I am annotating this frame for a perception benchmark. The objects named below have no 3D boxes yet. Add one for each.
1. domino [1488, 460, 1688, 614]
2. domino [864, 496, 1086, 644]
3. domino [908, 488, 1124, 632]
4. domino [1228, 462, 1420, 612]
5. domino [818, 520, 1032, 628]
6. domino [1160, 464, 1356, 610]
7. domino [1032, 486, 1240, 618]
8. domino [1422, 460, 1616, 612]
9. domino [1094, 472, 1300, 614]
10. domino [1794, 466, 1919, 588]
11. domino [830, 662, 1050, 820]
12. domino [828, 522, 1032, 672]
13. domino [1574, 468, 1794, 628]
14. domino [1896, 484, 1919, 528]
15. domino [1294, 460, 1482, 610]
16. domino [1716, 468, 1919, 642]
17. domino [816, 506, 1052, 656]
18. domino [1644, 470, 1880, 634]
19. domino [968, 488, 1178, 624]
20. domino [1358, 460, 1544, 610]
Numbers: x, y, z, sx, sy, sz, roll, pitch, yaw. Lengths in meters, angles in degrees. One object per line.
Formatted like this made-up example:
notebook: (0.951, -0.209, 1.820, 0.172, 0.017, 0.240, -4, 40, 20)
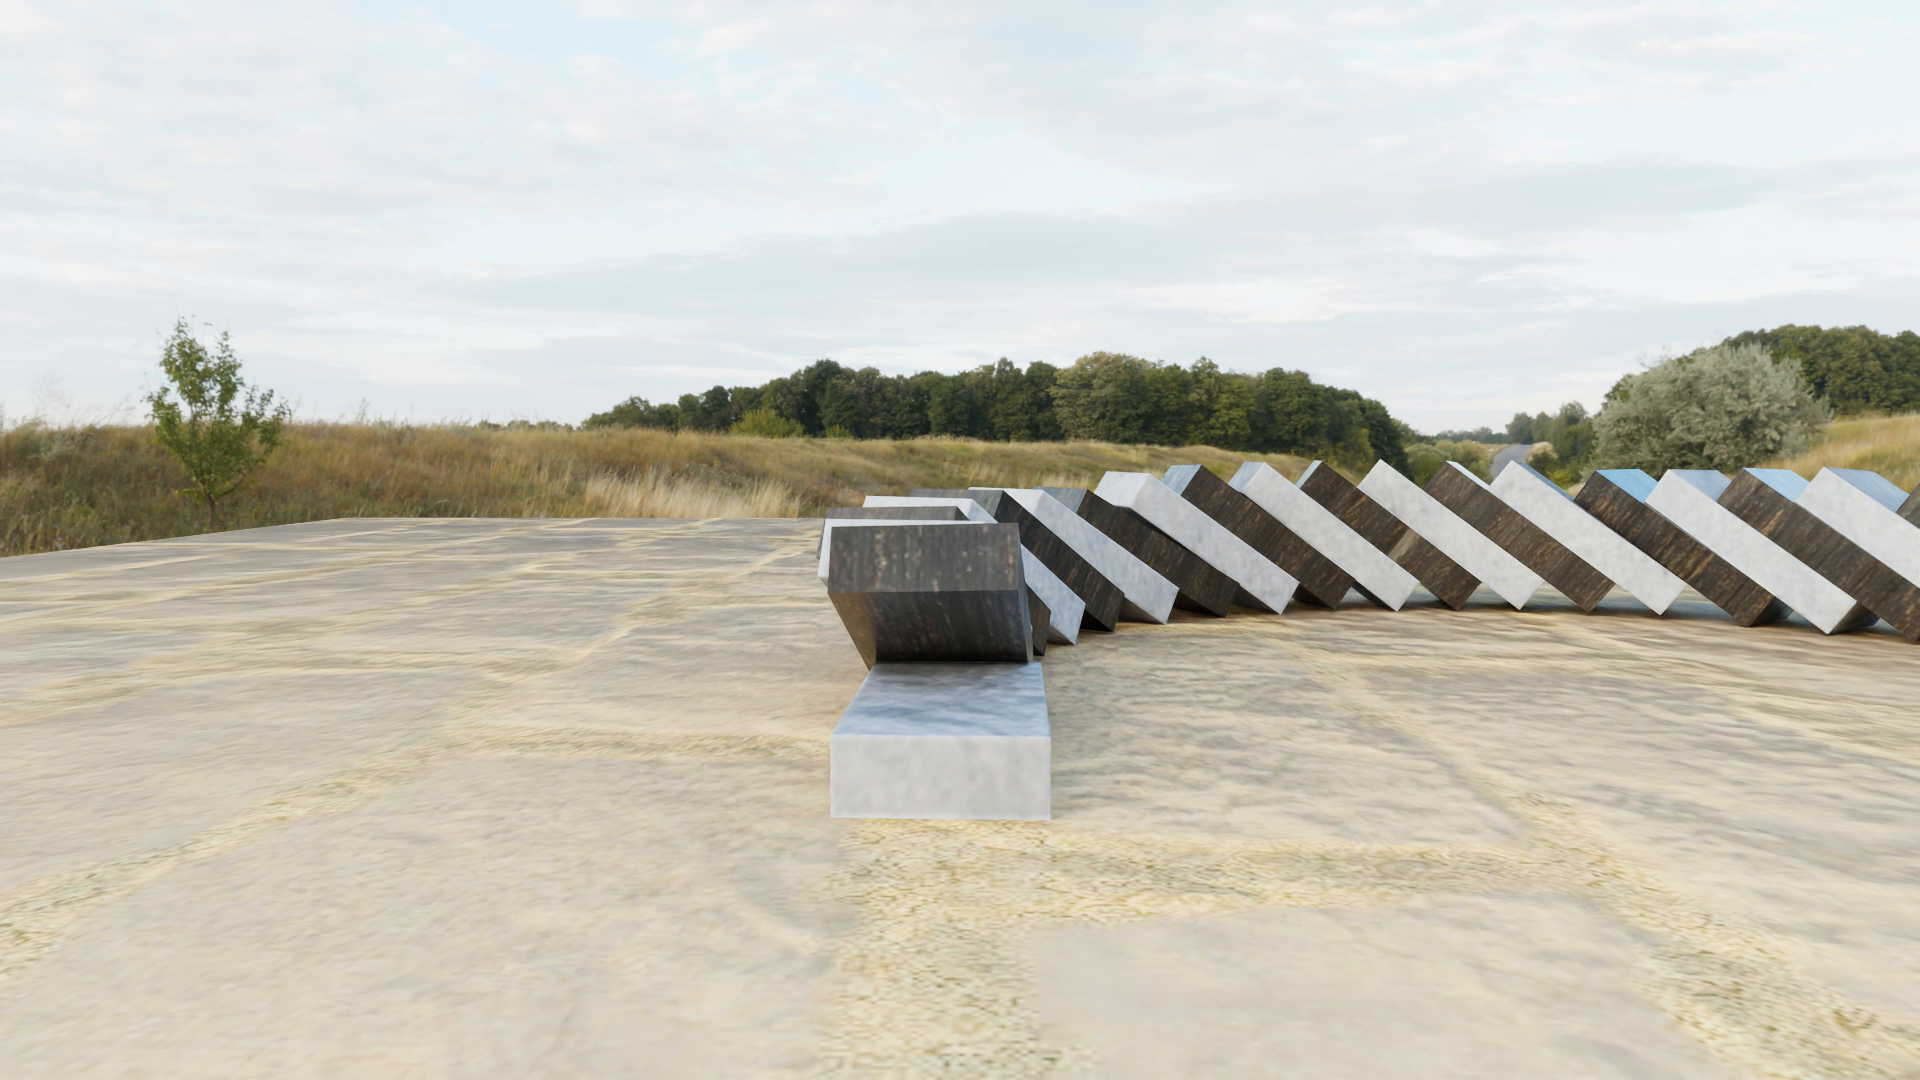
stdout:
domino: (0.161, -0.001, 0.329, 0.050, 0.009, 0.025, 43, 21, 24)
domino: (0.003, 0.007, 0.262, 0.025, 0.009, 0.050, 3, -24, 34)
domino: (0.012, 0.005, 0.280, 0.025, 0.010, 0.050, 3, -25, 41)
domino: (0.094, -0.002, 0.337, 0.050, 0.010, 0.025, 37, 4, -2)
domino: (-0.004, 0.011, 0.216, 0.025, 0.009, 0.050, 1, -22, 13)
domino: (0.076, -0.001, 0.333, 0.050, 0.009, 0.025, 35, -2, -8)
domino: (0.041, 0.003, 0.314, 0.050, 0.009, 0.025, 29, -9, -25)
domino: (0.146, -0.002, 0.335, 0.050, 0.010, 0.025, 41, 19, 20)
domino: (0.059, 0.000, 0.325, 0.050, 0.010, 0.025, 34, -6, -17)
domino: (0.212, 0.003, 0.279, 0.025, 0.010, 0.050, 1, 37, -33)
domino: (-0.001, 0.025, 0.170, 0.025, 0.010, 0.050, 0, 4, 2)
domino: (-0.003, 0.012, 0.192, 0.025, 0.009, 0.050, -1, -23, 5)
domino: (0.181, 0.001, 0.318, 0.025, 0.009, 0.050, -3, 40, -39)
domino: (0.223, 0.005, 0.262, 0.025, 0.009, 0.050, -2, 39, -28)
domino: (0.112, -0.002, 0.340, 0.050, 0.009, 0.025, 38, 10, 6)
domino: (0.202, 0.002, 0.292, 0.025, 0.010, 0.050, -1, 38, -35)
domino: (-0.003, 0.009, 0.239, 0.025, 0.009, 0.050, 0, -23, 24)
domino: (0.192, 0.002, 0.305, 0.025, 0.010, 0.050, -2, 39, -35)
domino: (0.025, 0.004, 0.298, 0.050, 0.009, 0.025, 33, -17, -35)
domino: (0.129, -0.002, 0.339, 0.050, 0.009, 0.025, 40, 13, 13)
